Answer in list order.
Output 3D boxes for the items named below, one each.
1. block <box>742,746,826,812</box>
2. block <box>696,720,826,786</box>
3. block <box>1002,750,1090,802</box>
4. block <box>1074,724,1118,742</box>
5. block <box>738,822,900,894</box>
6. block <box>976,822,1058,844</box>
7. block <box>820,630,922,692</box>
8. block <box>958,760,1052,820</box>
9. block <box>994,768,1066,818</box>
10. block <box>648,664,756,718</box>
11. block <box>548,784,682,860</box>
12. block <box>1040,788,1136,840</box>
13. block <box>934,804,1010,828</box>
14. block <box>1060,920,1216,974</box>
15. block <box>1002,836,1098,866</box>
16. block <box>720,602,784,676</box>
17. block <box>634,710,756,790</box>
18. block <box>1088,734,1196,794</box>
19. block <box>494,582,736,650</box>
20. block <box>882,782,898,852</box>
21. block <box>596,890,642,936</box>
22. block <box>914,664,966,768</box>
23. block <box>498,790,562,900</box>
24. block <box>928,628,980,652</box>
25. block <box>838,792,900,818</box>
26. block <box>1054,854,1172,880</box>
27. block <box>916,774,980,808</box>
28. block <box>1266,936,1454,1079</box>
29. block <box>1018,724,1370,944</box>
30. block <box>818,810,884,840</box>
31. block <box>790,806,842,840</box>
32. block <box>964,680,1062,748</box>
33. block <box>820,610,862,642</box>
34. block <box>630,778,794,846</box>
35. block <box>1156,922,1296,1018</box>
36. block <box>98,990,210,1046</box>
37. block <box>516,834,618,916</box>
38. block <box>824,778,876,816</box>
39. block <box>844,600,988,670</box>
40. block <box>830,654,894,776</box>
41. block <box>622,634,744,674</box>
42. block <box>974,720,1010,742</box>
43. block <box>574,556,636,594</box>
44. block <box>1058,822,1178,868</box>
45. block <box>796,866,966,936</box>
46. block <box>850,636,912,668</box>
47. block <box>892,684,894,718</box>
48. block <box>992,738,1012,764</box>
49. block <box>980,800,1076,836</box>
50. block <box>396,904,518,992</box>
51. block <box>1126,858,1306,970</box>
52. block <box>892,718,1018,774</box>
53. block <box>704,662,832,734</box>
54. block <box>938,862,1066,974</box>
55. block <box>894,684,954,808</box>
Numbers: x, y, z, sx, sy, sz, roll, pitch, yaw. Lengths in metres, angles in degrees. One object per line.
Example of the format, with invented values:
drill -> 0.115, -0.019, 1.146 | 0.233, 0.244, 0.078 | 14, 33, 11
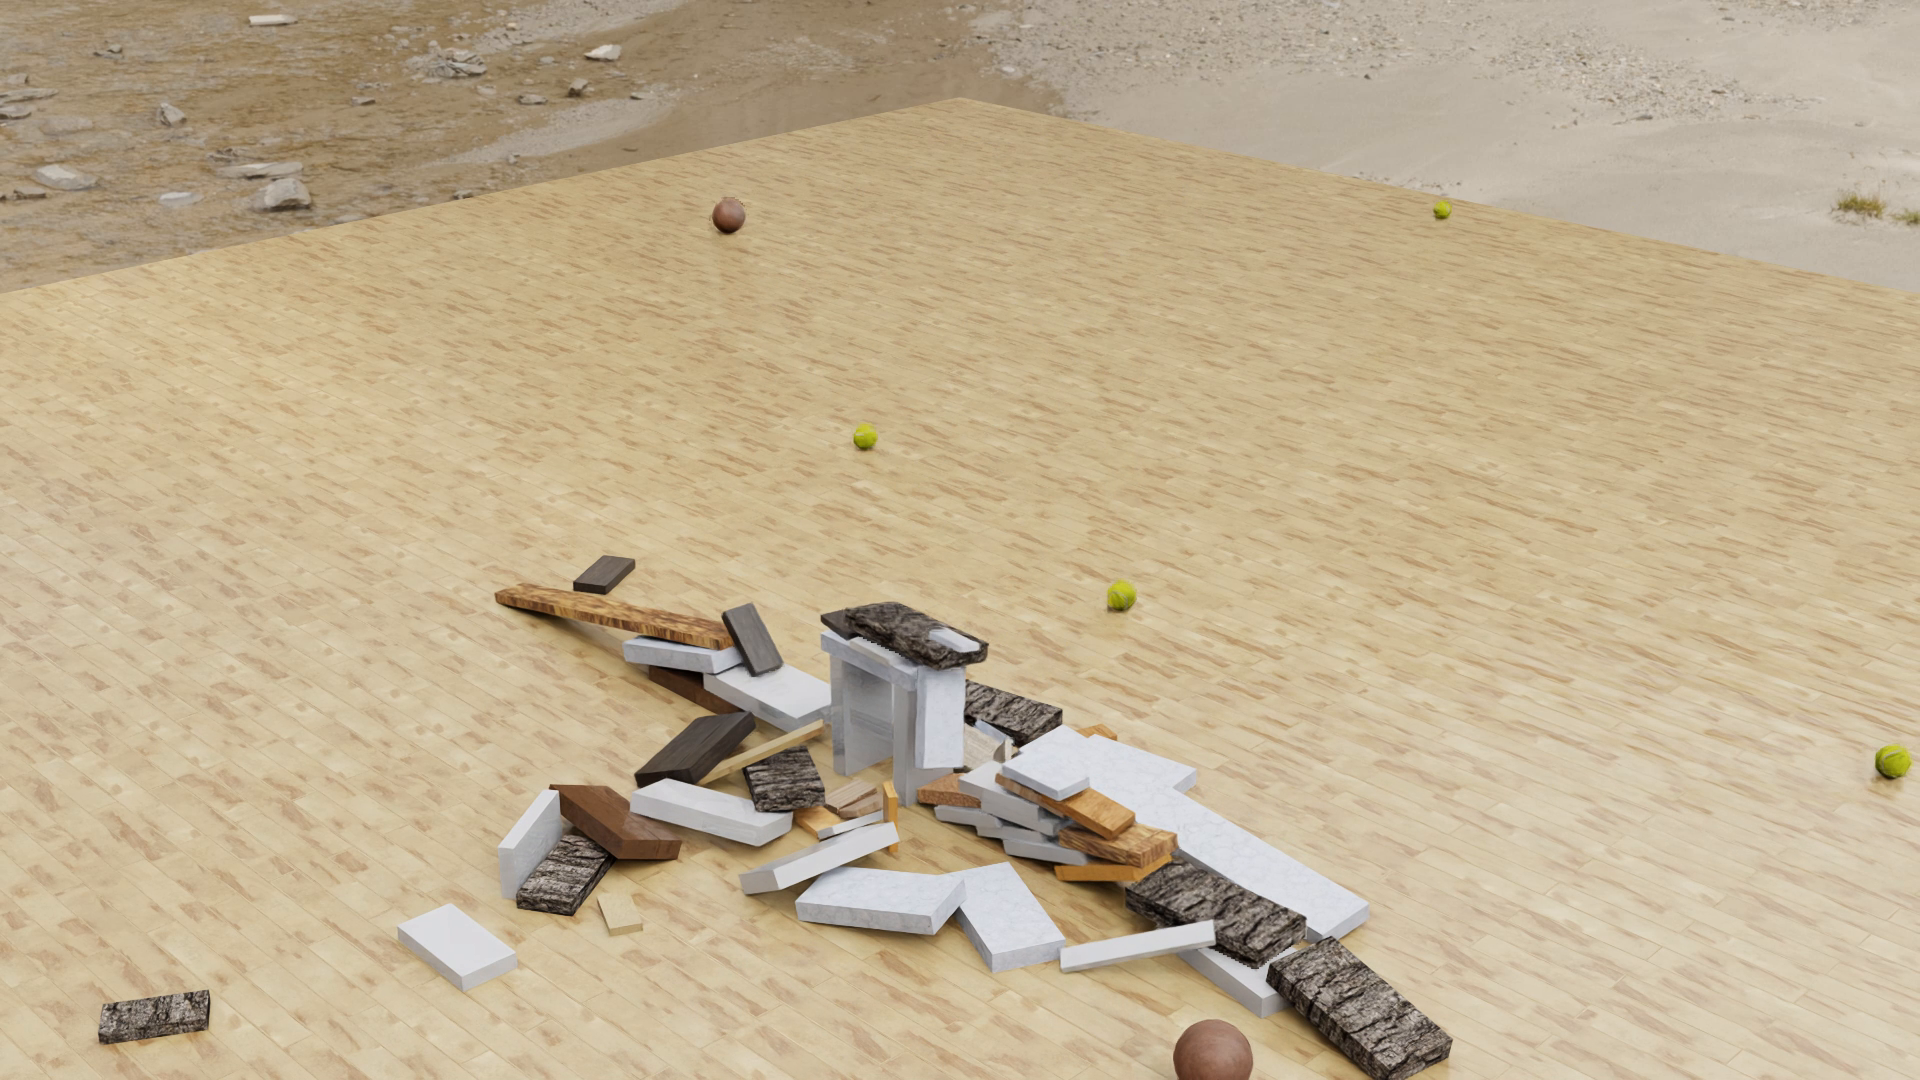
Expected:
block -> -0.363, 0.486, 4.493 | 0.137, 0.039, 0.289 | -5, 12, -10
block -> -0.424, 0.444, 4.537 | 0.314, 0.014, 0.048 | -23, 15, 2
block -> 0.163, 0.450, 4.203 | 0.081, 0.023, 0.162 | -20, 26, -36
block -> 0.262, 0.430, 4.726 | 0.140, 0.017, 0.061 | -12, 26, -26
block -> -0.268, 0.607, 4.198 | 0.279, 0.040, 0.139 | -17, -1, -35
block -> 0.126, 0.561, 4.325 | 0.090, 0.026, 0.181 | -22, 14, -41
block -> -0.144, 0.227, 4.480 | 0.135, 0.038, 0.271 | -21, 30, -40
block -> 0.107, 0.489, 4.305 | 0.202, 0.029, 0.101 | 15, 27, 39
block -> 0.157, 0.476, 4.244 | 0.162, 0.023, 0.081 | 25, 33, 28
block -> -0.542, 0.320, 4.951 | 0.312, 0.044, 0.156 | 21, 31, 40
block -> -0.685, 0.555, 4.341 | 0.140, 0.040, 0.279 | 8, 12, -43
block -> 0.243, 0.506, 4.166 | 0.162, 0.023, 0.081 | 27, 34, 28
block -> 0.043, 0.540, 4.389 | 0.090, 0.026, 0.181 | -20, 13, -39
block -> 0.316, 0.725, 3.923 | 0.280, 0.014, 0.048 | -13, 36, 11
block -> 0.194, 0.587, 4.265 | 0.104, 0.030, 0.209 | -21, 15, -41
block -> -0.458, 0.219, 4.854 | 0.078, 0.022, 0.157 | -18, 73, -40
block -> -0.554, 0.442, 4.619 | 0.137, 0.039, 0.274 | -9, 17, 27
block -> 0.350, 0.480, 4.583 | 0.255, 0.036, 0.127 | 16, 28, 34
block -> -0.804, 0.174, 5.139 | 0.844, 0.025, 0.088 | 8, 22, 43
block -> -0.137, 0.545, 4.318 | 0.018, 0.124, 0.062 | -5, 23, -12
block -> -0.635, 0.695, 4.100 | 0.061, 0.017, 0.122 | -8, 24, -18
block -> -0.039, 0.351, 4.374 | 0.101, 0.203, 0.029 | 3, -1, -42
block -> -0.827, 0.585, 4.238 | 0.032, 0.112, 0.224 | 5, 23, 11
block -> -0.012, 0.199, 4.358 | 0.048, 0.014, 0.095 | -7, 23, -44
block -> -0.183, 0.536, 4.447 | 0.114, 0.016, 0.057 | -20, 7, -41
block -> 0.289, 0.613, 4.174 | 0.104, 0.030, 0.209 | -21, 7, -41
block -> 0.019, 0.506, 4.442 | 0.101, 0.029, 0.203 | -20, 12, -43
block -> 0.679, 0.802, 3.756 | 0.148, 0.042, 0.297 | -16, 37, -32
block -> 0.439, 0.568, 4.320 | 0.127, 0.036, 0.846 | -26, 35, -32
block -> -0.215, 0.564, 4.358 | 0.124, 0.018, 0.062 | -13, -8, -36
block -> -0.292, 0.560, 4.420 | 0.061, 0.017, 0.122 | -15, 27, -31
block -> 0.027, 0.368, 4.843 | 0.379, 0.040, 0.142 | 15, 27, 31
block -> -0.235, 0.175, 4.533 | 0.057, 0.016, 0.114 | -14, 26, -30
block -> -0.494, 0.540, 4.376 | 0.290, 0.040, 0.140 | 12, 10, 21
block -> 0.503, 0.745, 3.950 | 0.149, 0.042, 0.297 | -14, 27, -30
block -> -1.387, 0.822, 3.791 | 0.176, 0.025, 0.088 | -6, 24, -13
block -> -0.749, 0.641, 4.210 | 0.112, 0.032, 0.224 | 6, 24, 14
block -> -0.231, 0.525, 4.502 | 0.057, 0.016, 0.114 | 18, 29, 37
block -> -0.090, 0.191, 4.440 | 0.275, 0.039, 0.137 | 23, 21, 40
block -> -0.205, 0.346, 4.597 | 0.135, 0.271, 0.038 | -21, 30, -40
block -> -0.603, 0.243, 4.973 | 0.312, 0.044, 0.156 | 4, 19, 43
block -> 0.062, 0.423, 4.705 | 0.014, 0.048, 0.095 | 29, -2, -44
block -> -0.893, 0.087, 5.524 | 0.088, 0.025, 0.175 | 7, 24, 15
block -> 0.298, 0.565, 4.144 | 0.104, 0.030, 0.209 | -21, 20, -40
block -> -0.147, 0.667, 4.081 | 0.283, 0.040, 0.142 | 1, 21, 27
block -> -0.159, 0.220, 4.424 | 0.062, 0.018, 0.124 | -18, 29, -38
block -> -0.117, 0.359, 4.824 | 0.157, 0.078, 0.022 | 14, -17, 30
block -> 0.085, 0.439, 4.430 | 0.014, 0.095, 0.048 | 10, 62, -12
block -> 0.138, 0.524, 4.286 | 0.181, 0.026, 0.090 | 15, 27, 38
block -> -0.912, 0.736, 3.985 | 0.112, 0.032, 0.224 | -20, 30, -39
block -> 0.464, 0.677, 4.003 | 0.297, 0.042, 0.149 | 20, 30, 39
block -> -0.018, 0.431, 4.653 | 0.255, 0.036, 0.127 | 26, 32, 34
block -> -0.401, 0.333, 4.807 | 0.156, 0.044, 0.312 | -21, 31, -40
block -> 0.075, 0.695, 4.071 | 0.142, 0.040, 0.283 | -8, 24, -19
block -> -0.073, 0.397, 4.477 | 0.038, 0.271, 0.135 | 23, 32, 40
